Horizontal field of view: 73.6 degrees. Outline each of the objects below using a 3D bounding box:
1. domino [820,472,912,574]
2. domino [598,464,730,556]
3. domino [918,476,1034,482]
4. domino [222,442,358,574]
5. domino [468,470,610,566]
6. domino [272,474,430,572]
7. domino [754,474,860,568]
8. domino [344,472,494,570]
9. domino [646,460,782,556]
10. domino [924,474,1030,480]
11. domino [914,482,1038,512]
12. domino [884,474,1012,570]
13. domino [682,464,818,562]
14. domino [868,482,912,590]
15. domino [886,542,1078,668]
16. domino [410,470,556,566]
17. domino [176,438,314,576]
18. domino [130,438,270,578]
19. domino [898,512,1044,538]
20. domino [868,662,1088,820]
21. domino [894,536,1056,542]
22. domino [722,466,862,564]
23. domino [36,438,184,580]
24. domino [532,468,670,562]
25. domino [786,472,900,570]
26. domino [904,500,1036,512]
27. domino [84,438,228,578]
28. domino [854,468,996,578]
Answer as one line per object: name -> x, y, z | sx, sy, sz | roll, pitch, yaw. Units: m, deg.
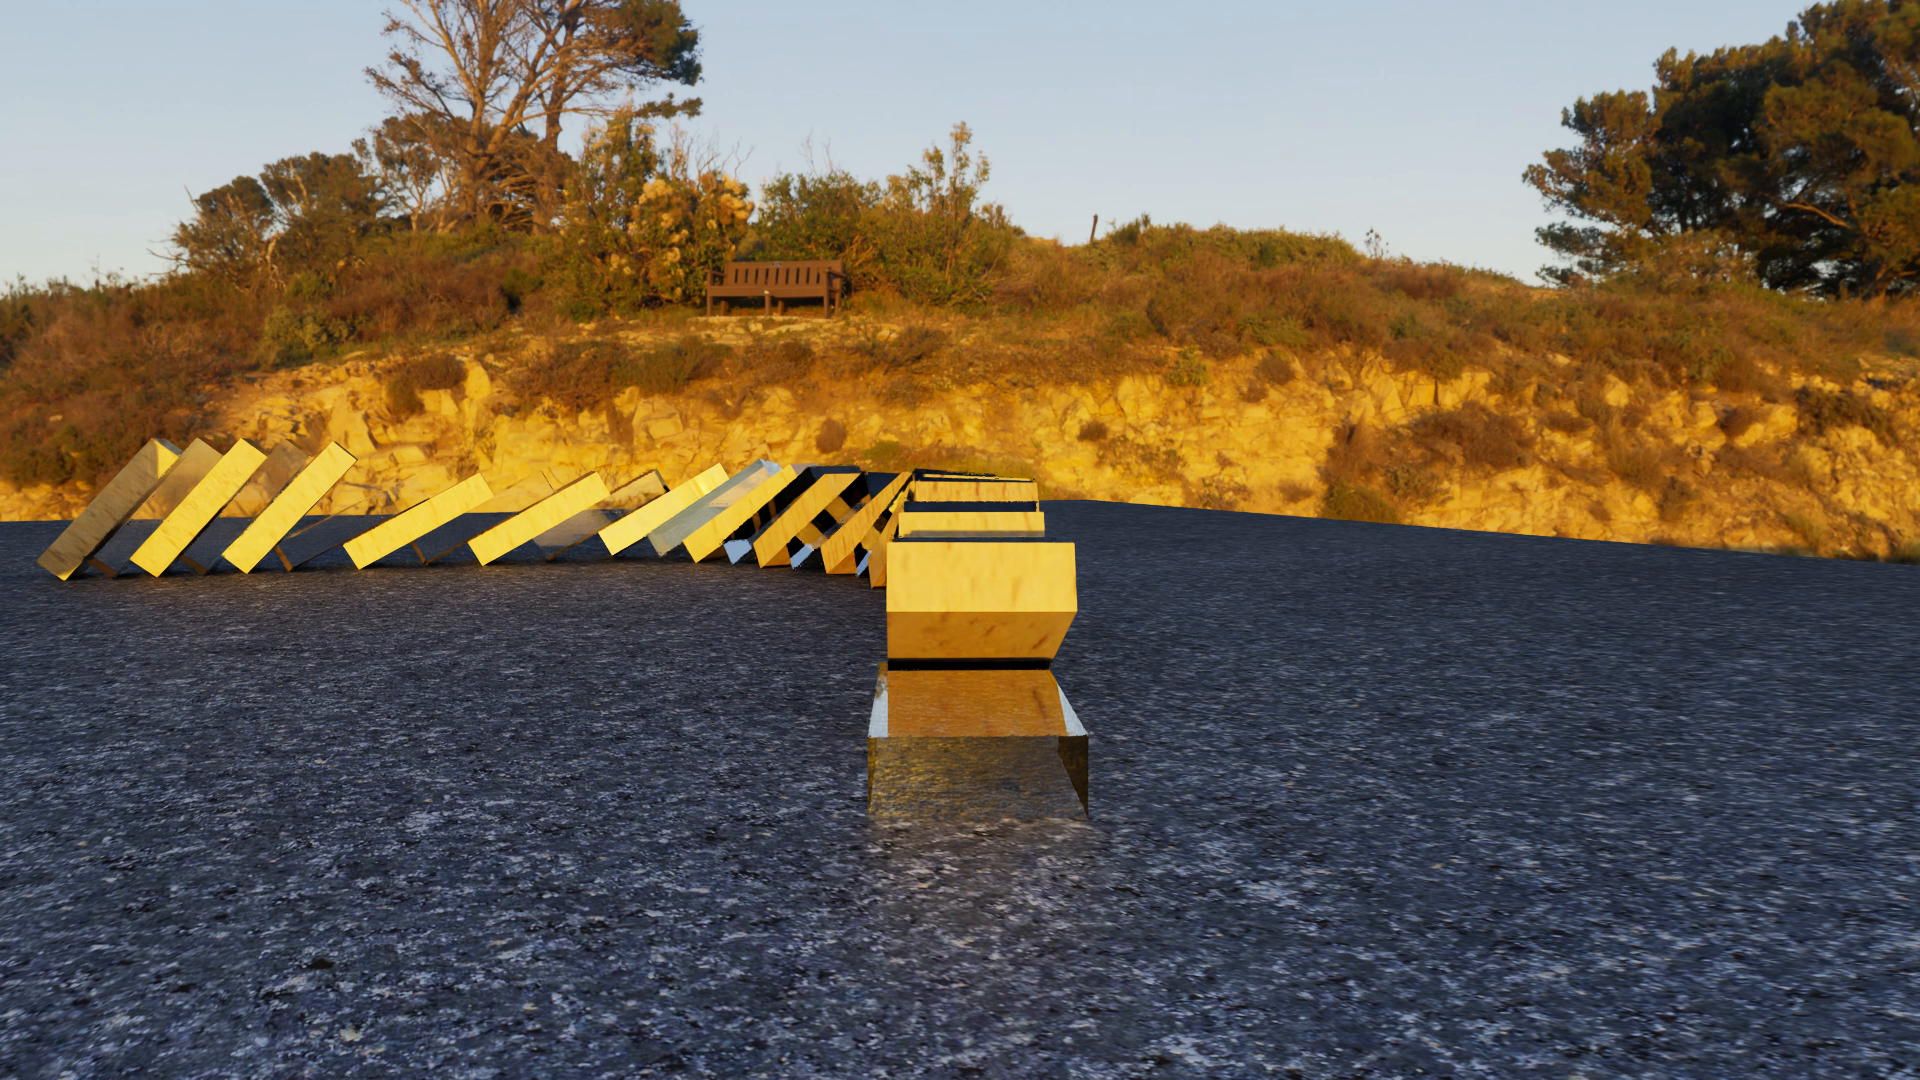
domino -> -0.020, -0.004, 0.398 | 0.025, 0.009, 0.050 | 1, -27, -38
domino -> -0.109, -0.011, 0.479 | 0.050, 0.009, 0.025 | -31, 5, -11
domino -> 0.001, 0.002, 0.300 | 0.025, 0.010, 0.050 | 2, -28, -7
domino -> -0.226, -0.012, 0.436 | 0.010, 0.050, 0.025 | 44, -13, -20
domino -> -0.153, -0.009, 0.466 | 0.050, 0.009, 0.025 | -31, 14, -15
domino -> -0.210, -0.007, 0.445 | 0.050, 0.009, 0.025 | -31, 15, -18
domino -> -0.046, -0.006, 0.431 | 0.025, 0.010, 0.050 | -4, -24, -40
domino -> -0.190, -0.008, 0.452 | 0.050, 0.010, 0.025 | -31, 14, -15
domino -> -0.088, -0.011, 0.472 | 0.050, 0.010, 0.025 | -33, -4, 6
domino -> 0.000, 0.001, 0.318 | 0.025, 0.009, 0.050 | 2, -28, -11
domino -> 0.001, 0.004, 0.282 | 0.025, 0.010, 0.050 | 0, -28, -6
domino -> -0.004, 0.000, 0.337 | 0.025, 0.009, 0.050 | 1, -28, -12
domino -> -0.074, -0.010, 0.465 | 0.050, 0.010, 0.025 | -34, -5, 15
domino -> -0.008, -0.001, 0.361 | 0.025, 0.010, 0.050 | -1, -24, -19
domino -> 0.002, 0.013, 0.193 | 0.025, 0.010, 0.050 | 0, -19, -3
domino -> -0.170, -0.009, 0.459 | 0.050, 0.009, 0.025 | -31, 14, -15
domino -> -0.238, -0.012, 0.429 | 0.009, 0.050, 0.025 | 42, -12, -20
domino -> -0.249, -0.011, 0.423 | 0.009, 0.050, 0.025 | 42, -12, -20
domino -> 0.001, 0.009, 0.243 | 0.025, 0.009, 0.050 | 0, -22, -2
domino -> 0.001, 0.025, 0.170 | 0.025, 0.010, 0.050 | 0, 4, -2
domino -> 0.001, 0.012, 0.220 | 0.025, 0.009, 0.050 | 0, -19, -2
domino -> -0.058, -0.009, 0.449 | 0.050, 0.009, 0.025 | -36, -18, 33
domino -> -0.272, -0.011, 0.414 | 0.009, 0.050, 0.025 | 42, -12, -20
domino -> -0.133, -0.010, 0.473 | 0.050, 0.009, 0.025 | -32, 12, -16
domino -> -0.032, -0.005, 0.414 | 0.025, 0.010, 0.050 | 0, -26, -39
domino -> 0.001, 0.007, 0.263 | 0.025, 0.010, 0.050 | 0, -24, -3
domino -> -0.260, -0.011, 0.418 | 0.010, 0.050, 0.025 | 42, -13, -20
domino -> -0.010, -0.004, 0.378 | 0.025, 0.010, 0.050 | 3, -28, -26
